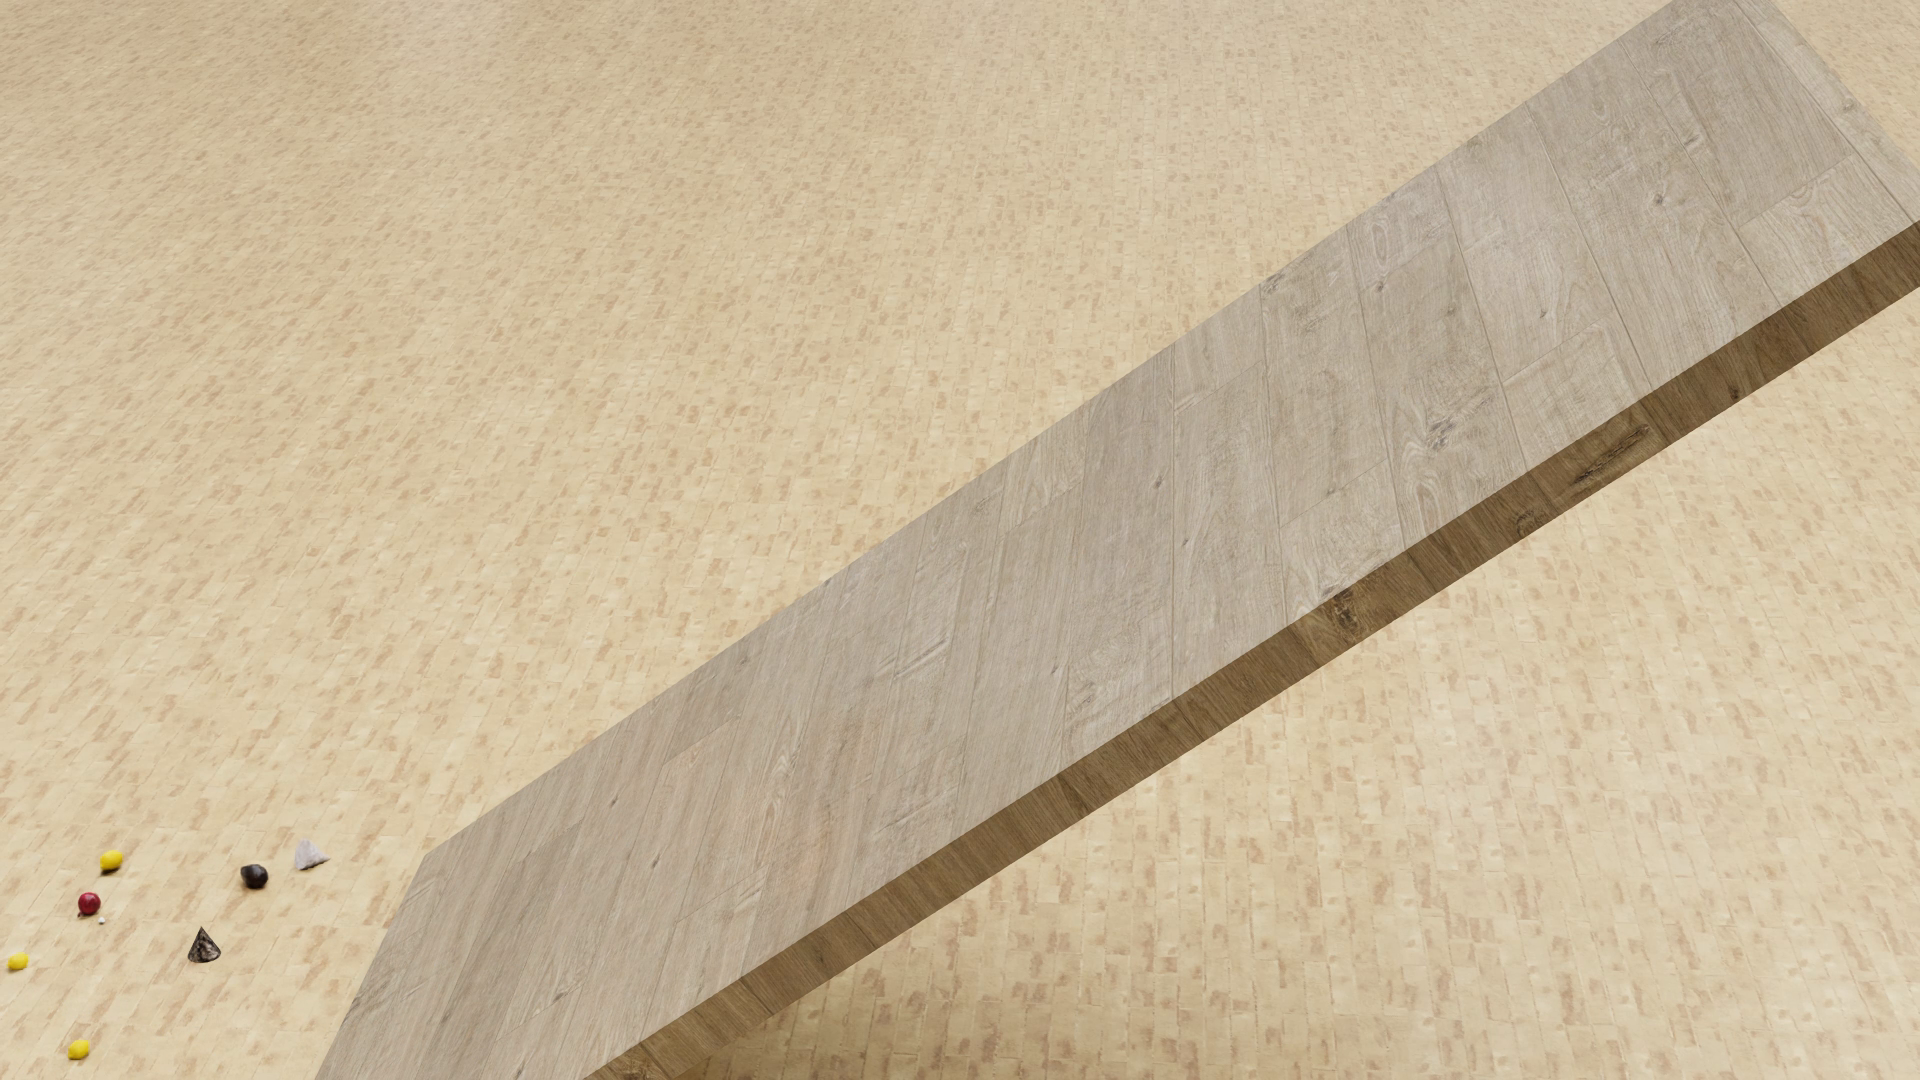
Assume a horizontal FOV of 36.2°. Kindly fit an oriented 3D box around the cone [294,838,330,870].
[{"bbox_3d":[-1.731,0.850,7.918,0.087,0.087,0.087,17,9,-39],"label":"cone"}]

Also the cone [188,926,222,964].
[{"bbox_3d":[-1.921,1.015,7.462,0.084,0.084,0.084,0,23,0],"label":"cone"}]

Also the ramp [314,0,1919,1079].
[{"bbox_3d":[0.129,0.179,6.322,4.000,0.100,2.000,-34,16,16],"label":"ramp"}]
